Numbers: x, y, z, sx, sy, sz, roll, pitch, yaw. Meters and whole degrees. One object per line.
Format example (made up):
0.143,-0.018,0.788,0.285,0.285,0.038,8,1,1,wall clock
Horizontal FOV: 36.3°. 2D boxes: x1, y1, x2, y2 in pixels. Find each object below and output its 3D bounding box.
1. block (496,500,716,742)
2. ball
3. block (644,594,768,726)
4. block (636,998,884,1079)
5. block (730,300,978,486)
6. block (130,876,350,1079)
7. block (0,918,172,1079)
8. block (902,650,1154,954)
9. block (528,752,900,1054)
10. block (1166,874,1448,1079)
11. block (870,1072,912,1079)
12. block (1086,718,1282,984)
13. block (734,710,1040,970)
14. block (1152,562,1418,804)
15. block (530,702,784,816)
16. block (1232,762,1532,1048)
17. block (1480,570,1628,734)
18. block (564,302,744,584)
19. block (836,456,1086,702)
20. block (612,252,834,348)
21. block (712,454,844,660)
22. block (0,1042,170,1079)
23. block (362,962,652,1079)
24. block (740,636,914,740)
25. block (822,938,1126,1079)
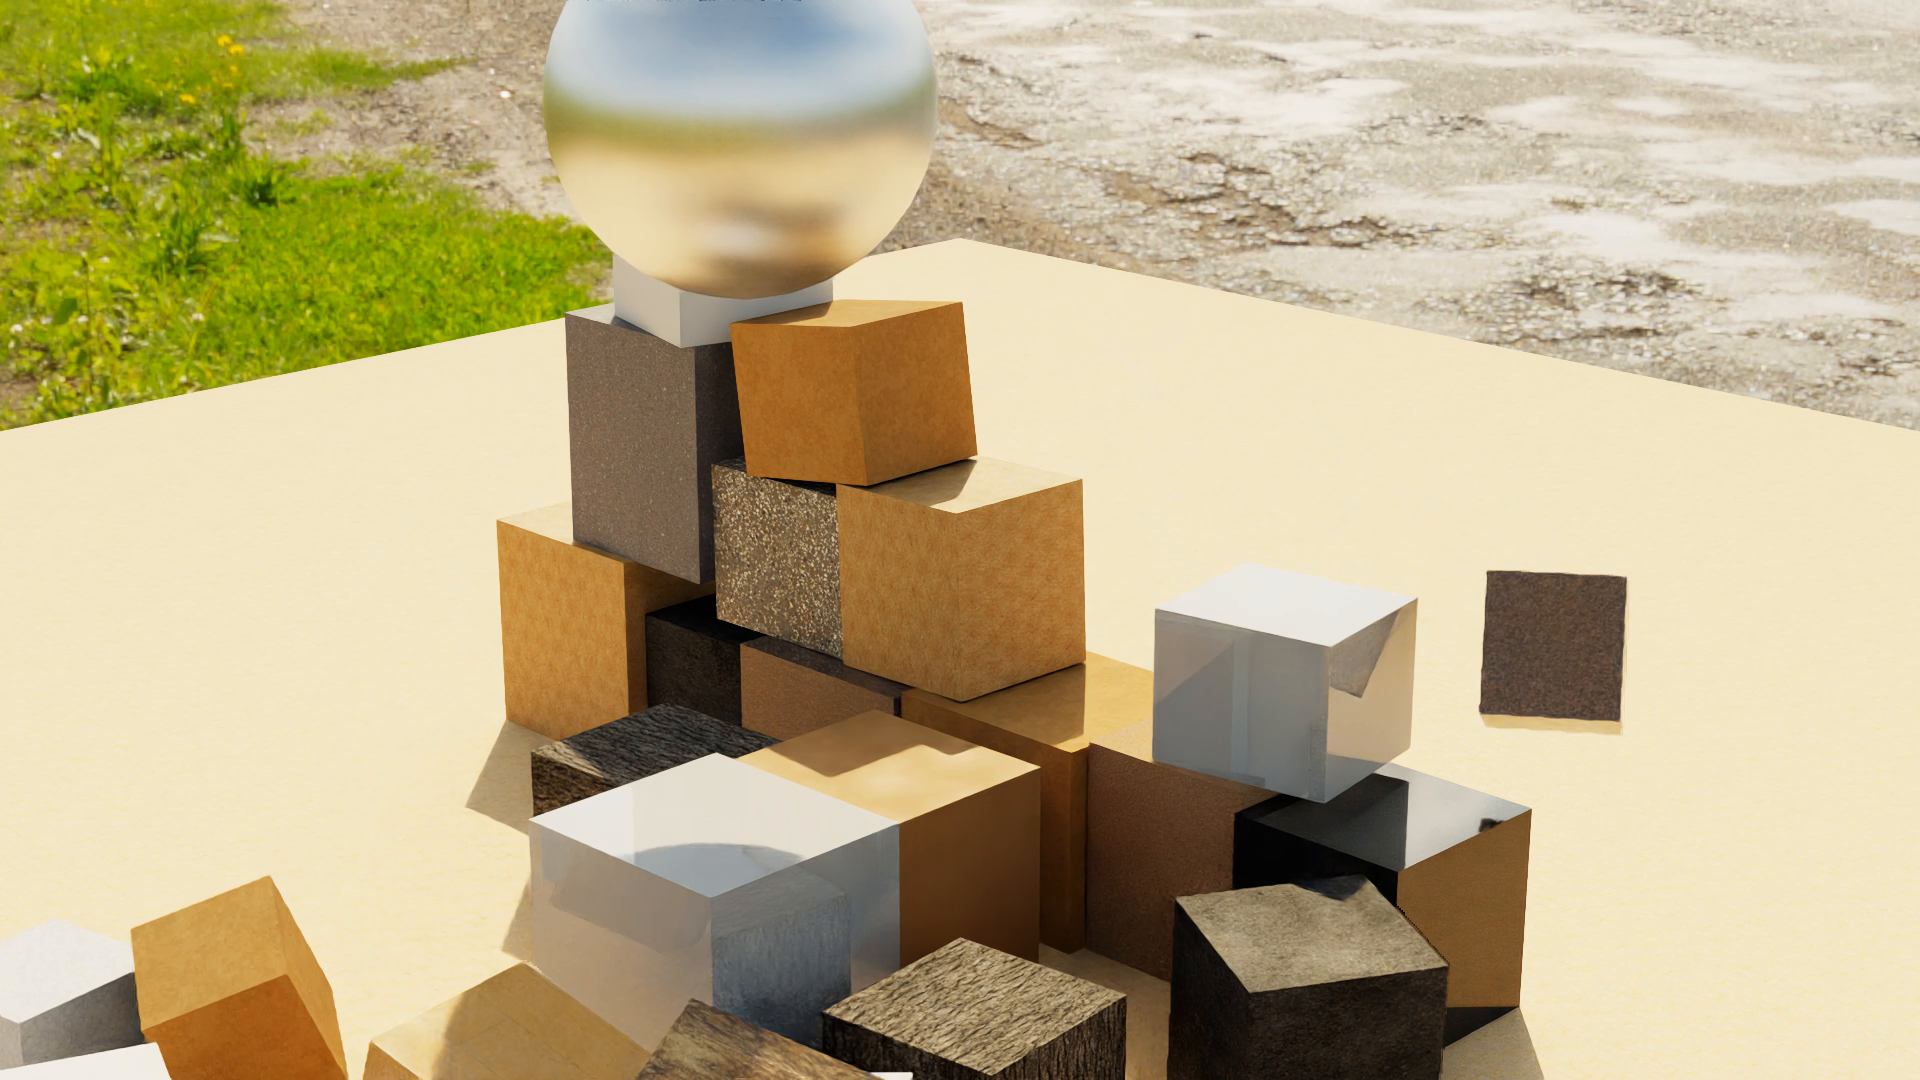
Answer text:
-1.640,0.415,15.193,1.049,1.097,1.035,-17,24,-42,block
-0.885,-1.774,11.857,1.600,1.600,1.600,0,17,0,ball
-0.954,0.757,14.583,0.826,0.811,0.881,-17,24,-42,block
-0.612,2.026,9.192,0.824,0.690,0.654,18,52,23,block
-0.490,-0.697,13.562,0.816,0.719,0.711,6,16,45,block
-2.734,1.778,11.136,0.560,0.653,0.560,-21,39,-6,block
-3.524,1.913,11.292,0.633,0.578,0.680,12,21,33,block
0.454,1.129,13.195,1.028,0.934,0.998,16,24,42,block
-0.952,1.596,11.478,1.058,1.072,0.969,16,24,41,block
1.279,1.847,10.962,0.770,0.864,0.753,-5,21,-16,block
-0.537,2.267,10.090,0.699,0.625,0.683,1,17,3,block
1.139,1.307,12.580,0.821,0.963,0.855,16,24,42,block
-0.331,1.411,12.161,0.969,1.016,0.901,16,24,41,block
1.348,0.577,12.181,0.816,0.669,0.748,12,21,34,block
-1.241,1.333,12.534,0.826,0.942,0.790,15,23,39,block
1.718,1.522,12.022,0.899,0.888,0.820,-17,24,-42,block
2.425,0.461,11.952,0.550,0.584,0.517,3,-9,14,block
-1.264,-0.547,14.482,0.914,1.165,0.984,-17,24,-42,block
0.009,0.148,13.335,0.783,0.861,0.792,-16,21,-41,block
-1.142,-1.417,14.042,0.804,0.762,0.761,-10,20,-29,block
-0.572,0.015,13.956,0.779,0.773,0.927,-17,23,-42,block
-3.041,2.274,9.946,0.807,0.697,0.852,-7,19,-22,block
-1.589,2.078,10.130,0.694,0.788,0.738,30,30,26,block
-0.274,0.916,13.907,1.101,0.914,1.040,-17,24,-42,block
0.056,2.014,10.804,0.784,0.679,0.804,14,22,37,block
